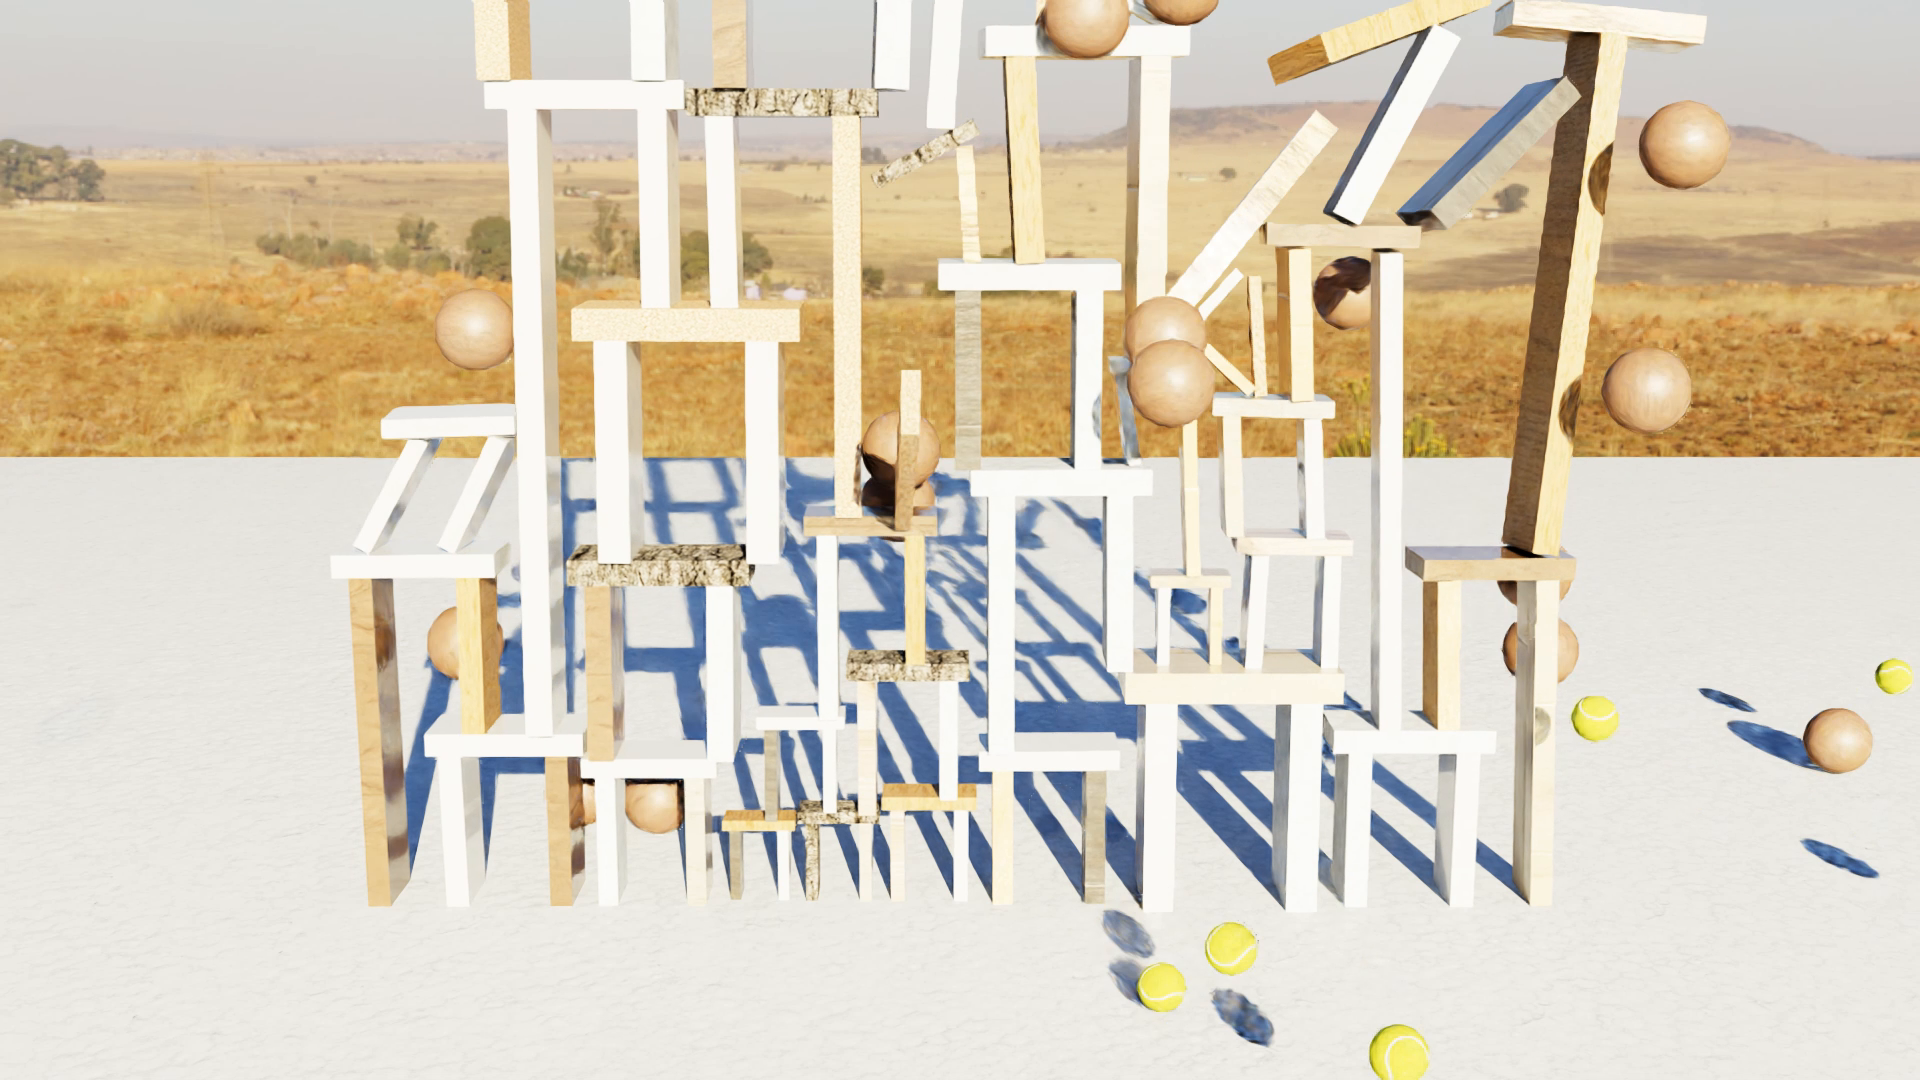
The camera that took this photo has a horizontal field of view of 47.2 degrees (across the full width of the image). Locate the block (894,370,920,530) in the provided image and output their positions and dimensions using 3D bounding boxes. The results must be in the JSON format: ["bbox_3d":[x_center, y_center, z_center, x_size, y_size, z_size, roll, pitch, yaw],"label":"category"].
[{"bbox_3d":[-0.078,-0.122,3.204,0.025,0.090,0.579,1,-12,-2],"label":"block"}]

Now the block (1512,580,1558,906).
[{"bbox_3d":[0.946,0.322,3.621,0.035,0.544,0.123,-1,10,0],"label":"block"}]

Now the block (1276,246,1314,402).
[{"bbox_3d":[0.531,-0.345,3.492,0.034,0.237,0.118,-3,10,-2],"label":"block"}]

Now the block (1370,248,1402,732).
[{"bbox_3d":[0.683,-0.078,3.528,0.034,0.767,0.118,-1,12,3],"label":"block"}]

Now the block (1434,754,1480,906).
[{"bbox_3d":[0.823,0.461,3.646,0.037,0.261,0.130,0,11,0],"label":"block"}]

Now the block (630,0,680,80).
[{"bbox_3d":[-0.472,-0.890,3.398,0.050,0.355,0.177,0,10,0],"label":"block"}]

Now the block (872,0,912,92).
[{"bbox_3d":[-0.104,-0.879,3.406,0.051,0.358,0.179,1,10,-4],"label":"block"}]

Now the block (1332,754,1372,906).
[{"bbox_3d":[0.649,0.461,3.646,0.037,0.261,0.131,0,11,0],"label":"block"}]

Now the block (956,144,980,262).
[{"bbox_3d":[0.013,-0.530,3.464,0.025,0.179,0.090,-4,11,1],"label":"block"}]

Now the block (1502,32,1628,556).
[{"bbox_3d":[0.964,-0.389,3.516,0.042,0.816,0.148,5,6,-6],"label":"block"}]

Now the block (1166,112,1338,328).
[{"bbox_3d":[0.453,-0.508,3.512,0.045,0.378,0.158,39,-4,-1],"label":"block"}]

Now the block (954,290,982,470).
[{"bbox_3d":[0.013,-0.262,3.514,0.040,0.284,0.142,0,10,-1],"label":"block"}]

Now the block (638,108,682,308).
[{"bbox_3d":[-0.472,-0.523,3.463,0.043,0.303,0.152,0,10,0],"label":"block"}]

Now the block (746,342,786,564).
[{"bbox_3d":[-0.311,-0.151,3.528,0.050,0.351,0.176,1,10,-1],"label":"block"}]

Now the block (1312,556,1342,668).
[{"bbox_3d":[0.596,0.108,3.578,0.026,0.184,0.092,0,11,0],"label":"block"}]

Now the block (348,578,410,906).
[{"bbox_3d":[-0.954,0.319,3.620,0.037,0.550,0.130,-1,11,0],"label":"block"}]

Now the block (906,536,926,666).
[{"bbox_3d":[-0.072,0.087,3.571,0.030,0.212,0.106,0,11,0],"label":"block"}]

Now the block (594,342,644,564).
[{"bbox_3d":[-0.545,-0.152,3.525,0.050,0.351,0.175,0,10,-1],"label":"block"}]

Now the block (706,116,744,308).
[{"bbox_3d":[-0.371,-0.518,3.467,0.041,0.292,0.146,-1,11,-2],"label":"block"}]

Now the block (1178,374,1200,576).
[{"bbox_3d":[0.369,-0.108,3.540,0.021,0.325,0.073,-3,9,0],"label":"block"}]

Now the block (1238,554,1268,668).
[{"bbox_3d":[0.477,0.108,3.575,0.026,0.184,0.092,2,11,0],"label":"block"}]

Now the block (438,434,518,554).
[{"bbox_3d":[-0.765,-0.085,3.526,0.029,0.207,0.103,29,17,-1],"label":"block"}]

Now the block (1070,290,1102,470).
[{"bbox_3d":[0.201,-0.263,3.516,0.040,0.283,0.142,0,10,-1],"label":"block"}]

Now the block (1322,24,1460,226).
[{"bbox_3d":[0.671,-0.644,3.436,0.045,0.317,0.158,28,8,-1],"label":"block"}]

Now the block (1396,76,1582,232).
[{"bbox_3d":[0.830,-0.605,3.461,0.296,0.042,0.148,-45,12,-3],"label":"block"}]

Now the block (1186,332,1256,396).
[{"bbox_3d":[0.414,-0.280,3.498,0.127,0.018,0.063,42,5,-4],"label":"block"}]

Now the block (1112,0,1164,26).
[{"bbox_3d":[0.267,-0.836,3.438,0.112,0.016,0.056,32,10,-1],"label":"block"}]

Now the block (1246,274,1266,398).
[{"bbox_3d":[0.473,-0.327,3.506,0.018,0.191,0.063,-4,11,4],"label":"block"}]

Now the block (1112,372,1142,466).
[{"bbox_3d":[0.266,-0.197,3.527,0.021,0.147,0.073,-9,9,0],"label":"block"}]

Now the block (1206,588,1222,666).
[{"bbox_3d":[0.416,0.134,3.588,0.018,0.129,0.064,0,10,2],"label":"block"}]

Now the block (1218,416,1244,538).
[{"bbox_3d":[0.435,-0.109,3.539,0.027,0.193,0.096,-3,10,1],"label":"block"}]

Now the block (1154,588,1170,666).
[{"bbox_3d":[0.330,0.134,3.588,0.018,0.129,0.064,0,11,1],"label":"block"}]

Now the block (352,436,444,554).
[{"bbox_3d":[-0.901,-0.082,3.536,0.029,0.207,0.103,30,12,-4],"label":"block"}]

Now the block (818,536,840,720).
[{"bbox_3d":[-0.213,0.133,3.578,0.030,0.304,0.106,0,11,-1],"label":"block"}]

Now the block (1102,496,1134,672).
[{"bbox_3d":[0.255,0.058,3.569,0.040,0.285,0.143,-1,10,0],"label":"block"}]

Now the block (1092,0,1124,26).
[{"bbox_3d":[0.211,-0.846,3.420,0.016,0.112,0.056,-38,10,9],"label":"block"}]

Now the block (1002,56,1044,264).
[{"bbox_3d":[0.099,-0.596,3.451,0.044,0.312,0.156,-3,10,0],"label":"block"}]

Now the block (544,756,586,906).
[{"bbox_3d":[-0.654,0.464,3.648,0.036,0.255,0.127,0,10,0],"label":"block"}]

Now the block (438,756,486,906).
[{"bbox_3d":[-0.826,0.464,3.649,0.036,0.255,0.127,-1,10,0],"label":"block"}]

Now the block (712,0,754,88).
[{"bbox_3d":[-0.351,-0.879,3.399,0.051,0.358,0.179,0,10,-2],"label":"block"}]

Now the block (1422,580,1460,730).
[{"bbox_3d":[0.785,0.176,3.590,0.035,0.246,0.123,-2,10,0],"label":"block"}]

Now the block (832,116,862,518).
[{"bbox_3d":[-0.178,-0.355,3.496,0.041,0.623,0.146,0,10,-2],"label":"block"}]

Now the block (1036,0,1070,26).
[{"bbox_3d":[0.147,-0.944,3.405,0.042,0.297,0.148,2,10,6],"label":"block"}]

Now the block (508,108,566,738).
[{"bbox_3d":[-0.676,-0.184,3.526,0.043,0.993,0.152,0,10,-2],"label":"block"}]

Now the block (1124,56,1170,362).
[{"bbox_3d":[0.295,-0.522,3.479,0.044,0.468,0.156,0,9,-3],"label":"block"}]

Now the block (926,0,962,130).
[{"bbox_3d":[-0.017,-0.865,3.406,0.042,0.449,0.148,4,10,-2],"label":"block"}]

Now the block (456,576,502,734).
[{"bbox_3d":[-0.786,0.176,3.593,0.037,0.259,0.130,0,10,0],"label":"block"}]

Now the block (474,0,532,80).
[{"bbox_3d":[-0.709,-0.890,3.397,0.050,0.355,0.177,0,10,0],"label":"block"}]

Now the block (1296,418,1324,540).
[{"bbox_3d":[0.564,-0.105,3.540,0.027,0.193,0.096,-3,10,1],"label":"block"}]
